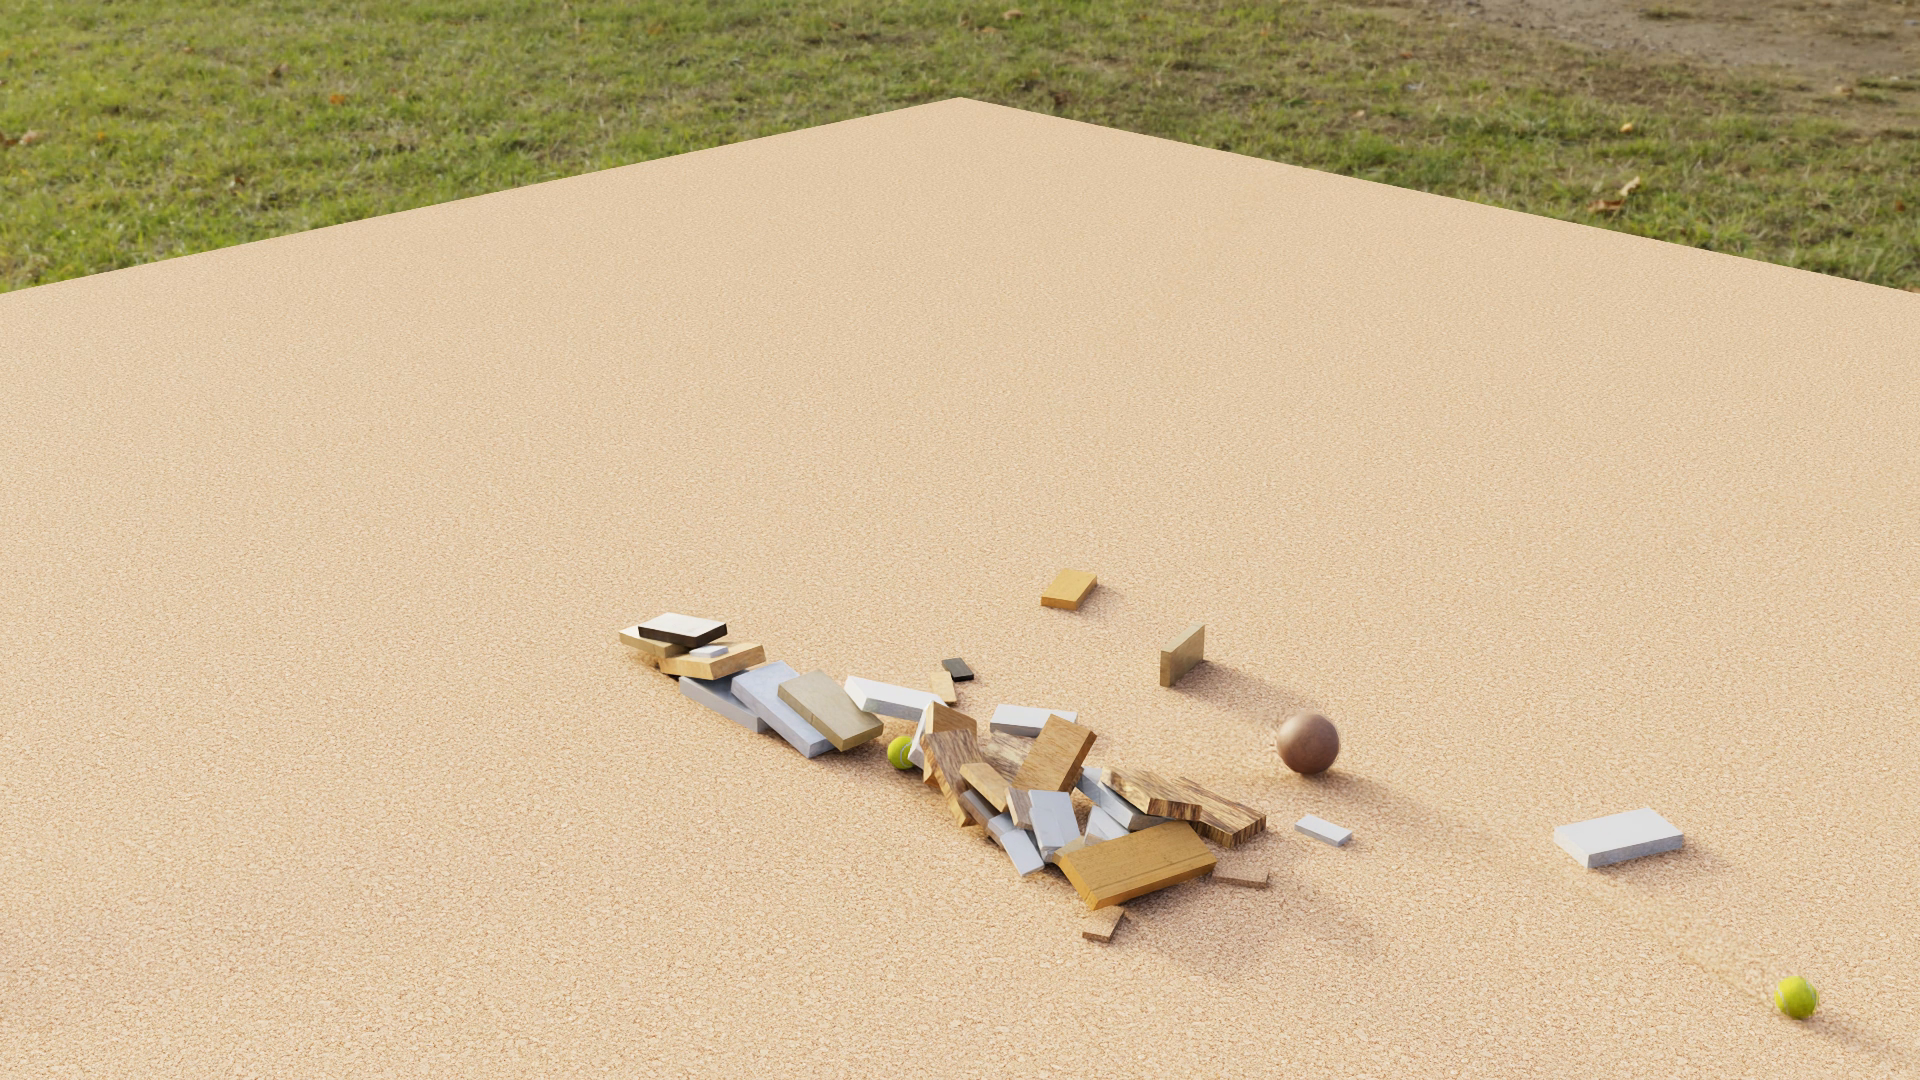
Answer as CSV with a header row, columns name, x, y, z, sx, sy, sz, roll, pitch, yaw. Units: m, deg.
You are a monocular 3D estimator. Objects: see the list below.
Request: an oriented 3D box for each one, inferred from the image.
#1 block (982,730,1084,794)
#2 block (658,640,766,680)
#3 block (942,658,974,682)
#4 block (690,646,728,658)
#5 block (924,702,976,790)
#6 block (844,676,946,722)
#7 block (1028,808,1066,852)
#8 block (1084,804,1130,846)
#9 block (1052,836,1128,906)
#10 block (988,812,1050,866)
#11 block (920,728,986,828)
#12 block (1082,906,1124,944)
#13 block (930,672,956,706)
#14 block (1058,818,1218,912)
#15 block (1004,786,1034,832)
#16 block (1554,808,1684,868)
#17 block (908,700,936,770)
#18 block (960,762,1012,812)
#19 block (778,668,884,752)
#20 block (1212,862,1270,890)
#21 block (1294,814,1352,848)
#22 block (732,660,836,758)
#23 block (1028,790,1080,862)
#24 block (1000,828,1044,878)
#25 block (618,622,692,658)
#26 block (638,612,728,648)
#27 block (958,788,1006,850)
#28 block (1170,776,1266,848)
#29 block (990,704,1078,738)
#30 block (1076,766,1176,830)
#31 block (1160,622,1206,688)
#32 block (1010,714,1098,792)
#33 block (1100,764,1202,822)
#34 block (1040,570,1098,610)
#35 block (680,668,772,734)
name,x,y,z,sx,sy,sz,roll,pitch,yaw
block,0.137,0.477,4.505,0.222,0.031,0.111,19,74,39
block,-0.562,0.268,4.961,0.136,0.039,0.272,-19,10,-31
block,-0.005,0.297,5.043,0.047,0.013,0.094,-7,24,-17
block,-0.560,0.250,4.906,0.047,0.013,0.094,-19,11,-34
block,-0.019,0.437,4.554,0.107,0.030,0.214,26,35,-19
block,-0.130,0.353,4.779,0.225,0.032,0.113,14,15,-29
block,0.169,0.563,4.273,0.049,0.014,0.097,5,40,-21
block,0.290,0.572,4.309,0.083,0.023,0.166,23,13,2
block,0.266,0.631,4.201,0.166,0.023,0.083,31,36,31
block,0.128,0.584,4.308,0.070,0.020,0.139,-20,47,-40
block,0.009,0.480,4.451,0.107,0.030,0.214,-4,49,-31
block,0.266,0.709,4.071,0.051,0.015,0.103,8,24,19
block,-0.039,0.336,4.952,0.047,0.013,0.147,-2,23,-5
block,0.341,0.615,4.182,0.302,0.033,0.115,-11,49,-36
block,0.120,0.528,4.316,0.049,0.014,0.097,19,31,-27
block,1.299,0.587,4.337,0.222,0.031,0.111,-8,24,-19
block,-0.039,0.428,4.638,0.112,0.032,0.225,34,23,-7
block,0.068,0.493,4.383,0.070,0.020,0.140,3,28,-45
block,-0.279,0.364,4.732,0.113,0.032,0.225,-19,42,-38
block,0.539,0.644,4.224,0.103,0.015,0.051,6,24,14
block,0.723,0.579,4.377,0.103,0.015,0.051,19,30,38
block,-0.359,0.365,4.774,0.136,0.039,0.272,-19,42,-39
block,0.188,0.562,4.314,0.083,0.023,0.166,7,40,-19
block,0.120,0.604,4.254,0.049,0.014,0.097,-23,52,-11
block,-0.695,0.228,5.082,0.097,0.028,0.194,-20,21,-36
block,-0.636,0.206,5.036,0.194,0.028,0.097,8,22,40
block,0.068,0.547,4.369,0.070,0.020,0.140,-22,57,-41
block,0.494,0.547,4.430,0.111,0.031,0.222,-21,31,-40
block,0.161,0.398,4.792,0.177,0.025,0.089,5,24,12
block,0.323,0.522,4.436,0.115,0.033,0.230,12,13,-35
block,0.509,0.262,5.030,0.025,0.089,0.177,13,26,29
block,0.179,0.466,4.442,0.107,0.030,0.214,21,75,40
block,0.378,0.501,4.368,0.115,0.033,0.230,11,7,-21
block,0.271,0.122,5.440,0.089,0.025,0.177,8,24,19
block,-0.487,0.346,4.897,0.136,0.039,0.272,-21,31,-40
